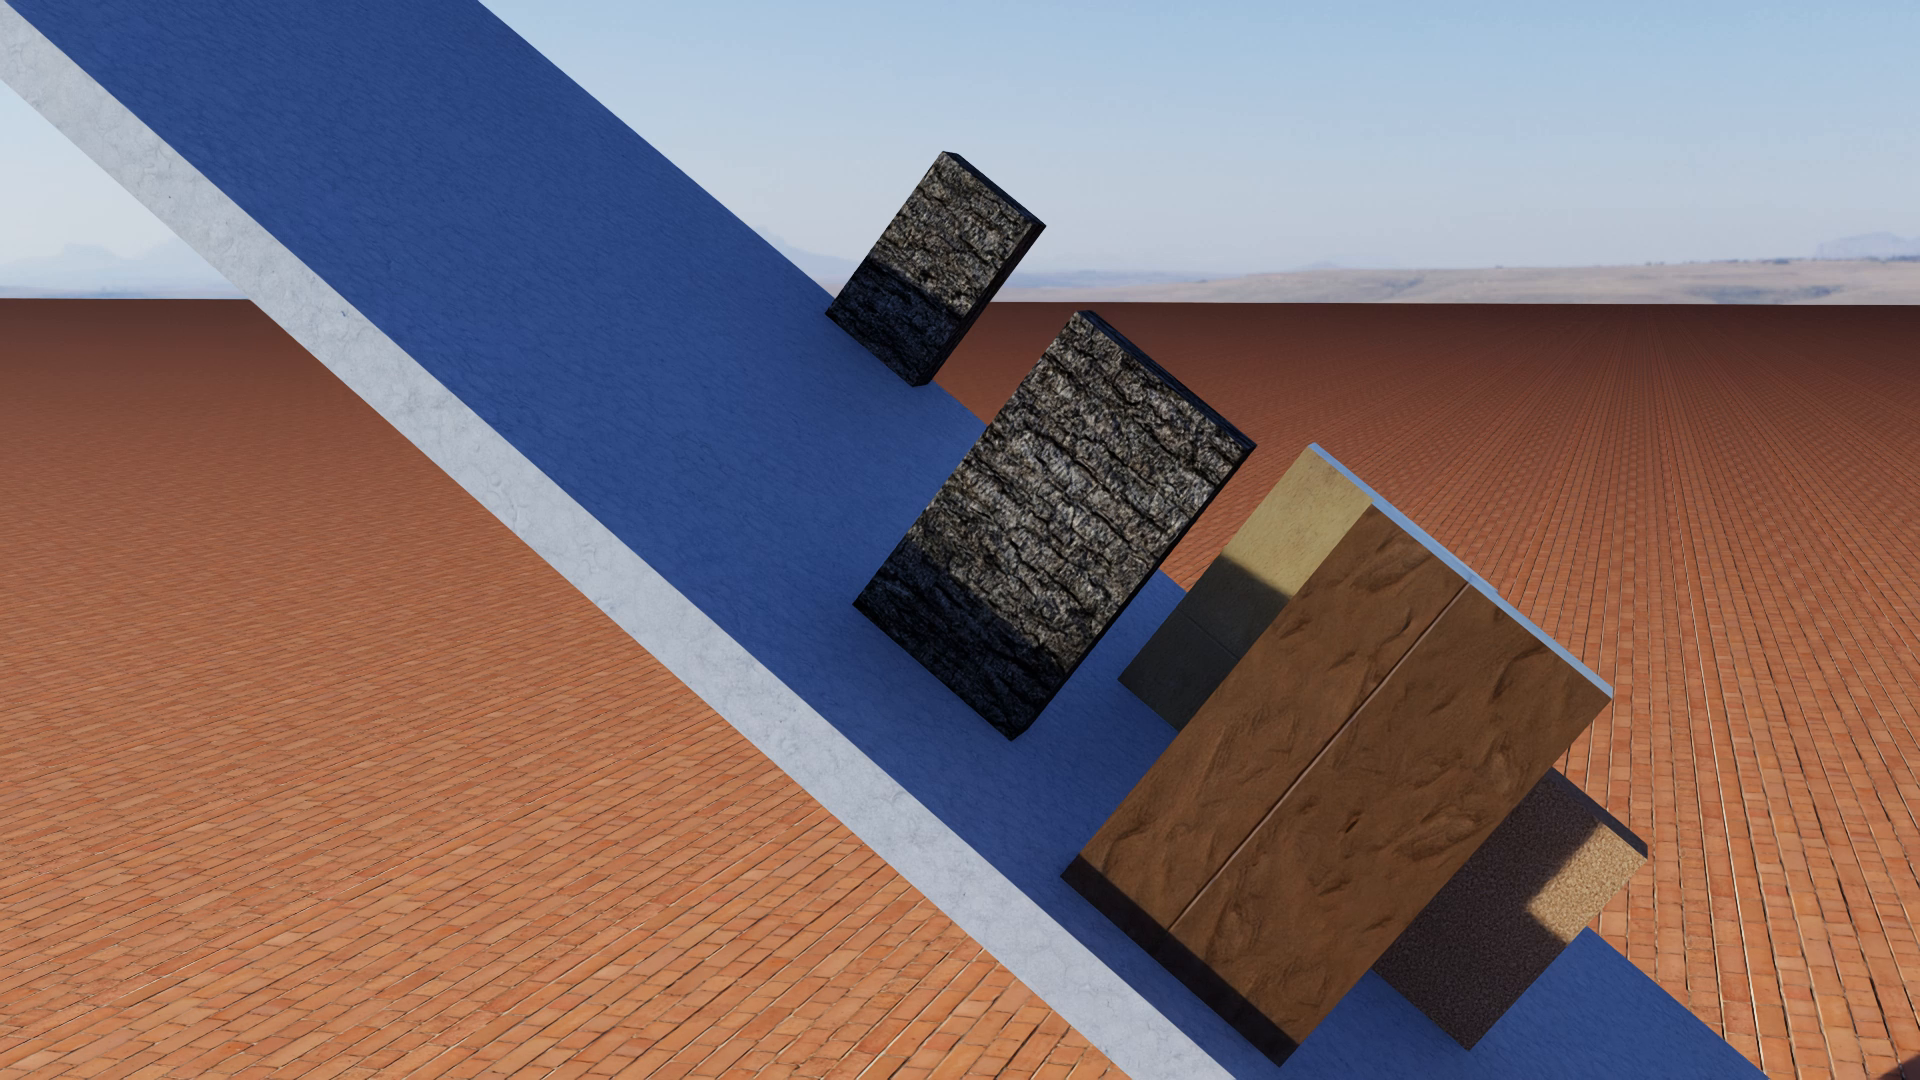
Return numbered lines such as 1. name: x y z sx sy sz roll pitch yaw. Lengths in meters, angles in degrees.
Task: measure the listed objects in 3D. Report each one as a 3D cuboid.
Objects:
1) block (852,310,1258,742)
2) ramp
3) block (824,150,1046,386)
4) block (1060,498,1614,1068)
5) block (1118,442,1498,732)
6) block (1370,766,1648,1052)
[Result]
1. block: 0.144 -0.022 3.454 0.335 0.594 0.104 40 16 9
2. ramp: -0.030 0.084 4.054 4.000 0.100 2.000 40 16 9
3. block: -0.055 -0.602 4.902 0.262 0.452 0.117 40 16 9
4. block: 0.511 0.340 3.052 0.404 0.696 0.082 40 16 9
5. block: 0.629 0.176 4.010 0.425 0.560 0.091 40 16 9
6. block: 0.815 0.530 3.648 0.443 0.438 0.101 40 16 9
